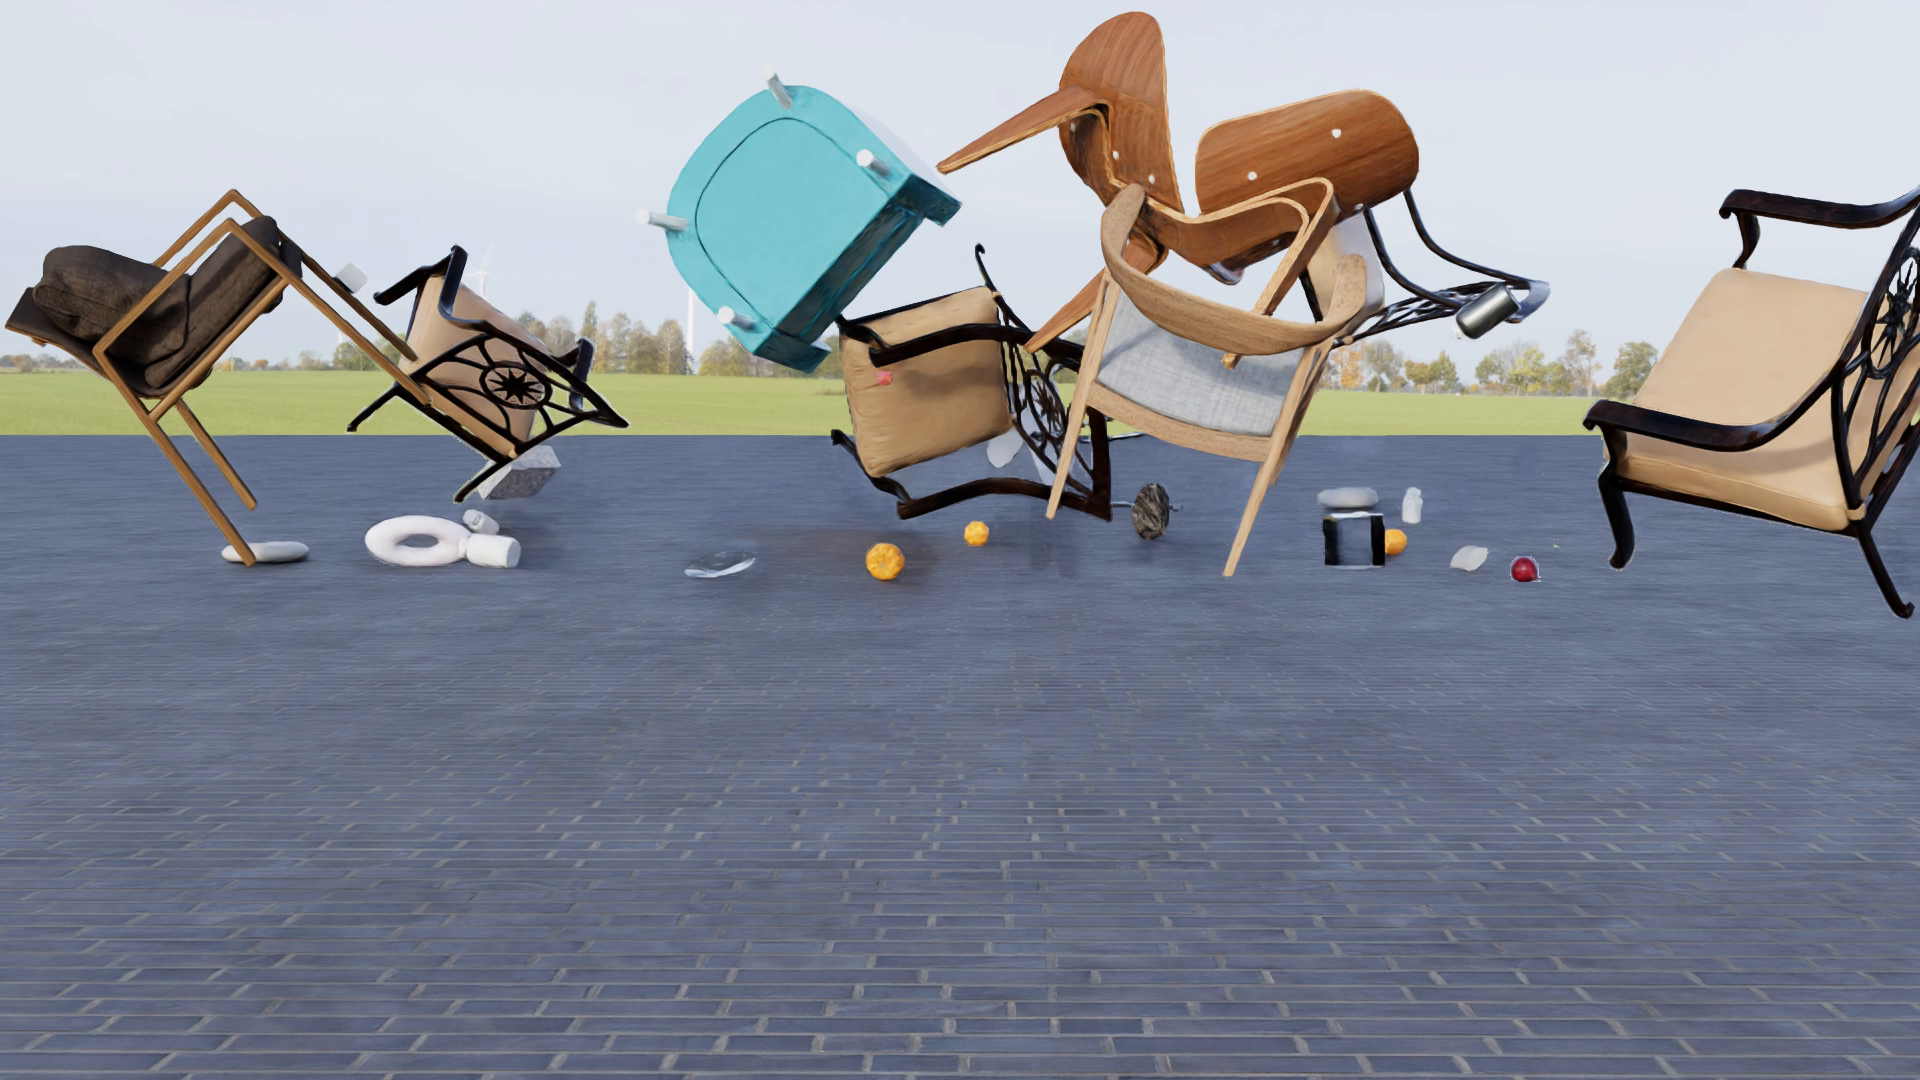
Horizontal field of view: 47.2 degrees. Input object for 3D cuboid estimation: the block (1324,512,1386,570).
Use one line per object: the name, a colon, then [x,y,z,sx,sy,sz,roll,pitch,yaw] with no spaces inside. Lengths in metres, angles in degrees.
block: [0.989,0.002,5.518,0.108,0.131,0.125,-4,5,-13]

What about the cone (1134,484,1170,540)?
cone: [0.579,-0.052,6.435,0.115,0.208,0.111,-13,38,-10]

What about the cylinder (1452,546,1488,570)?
cylinder: [1.267,0.045,5.471,0.076,0.039,0.071,-41,12,-8]

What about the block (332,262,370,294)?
block: [-1.654,-0.710,5.964,0.068,0.056,0.075,45,-14,-21]

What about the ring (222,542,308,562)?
ring: [-1.813,0.032,5.741,0.211,0.046,0.230,0,3,20]

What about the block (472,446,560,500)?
block: [-1.703,-0.259,8.458,0.212,0.098,0.244,-40,-20,34]

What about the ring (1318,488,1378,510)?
ring: [1.468,-0.157,8.318,0.225,0.070,0.279,-2,3,5]

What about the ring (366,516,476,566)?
ring: [-1.354,0.004,5.520,0.274,0.138,0.054,3,27,-26]

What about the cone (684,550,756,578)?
cone: [-0.572,0.071,5.289,0.173,0.060,0.075,-11,-21,-2]
